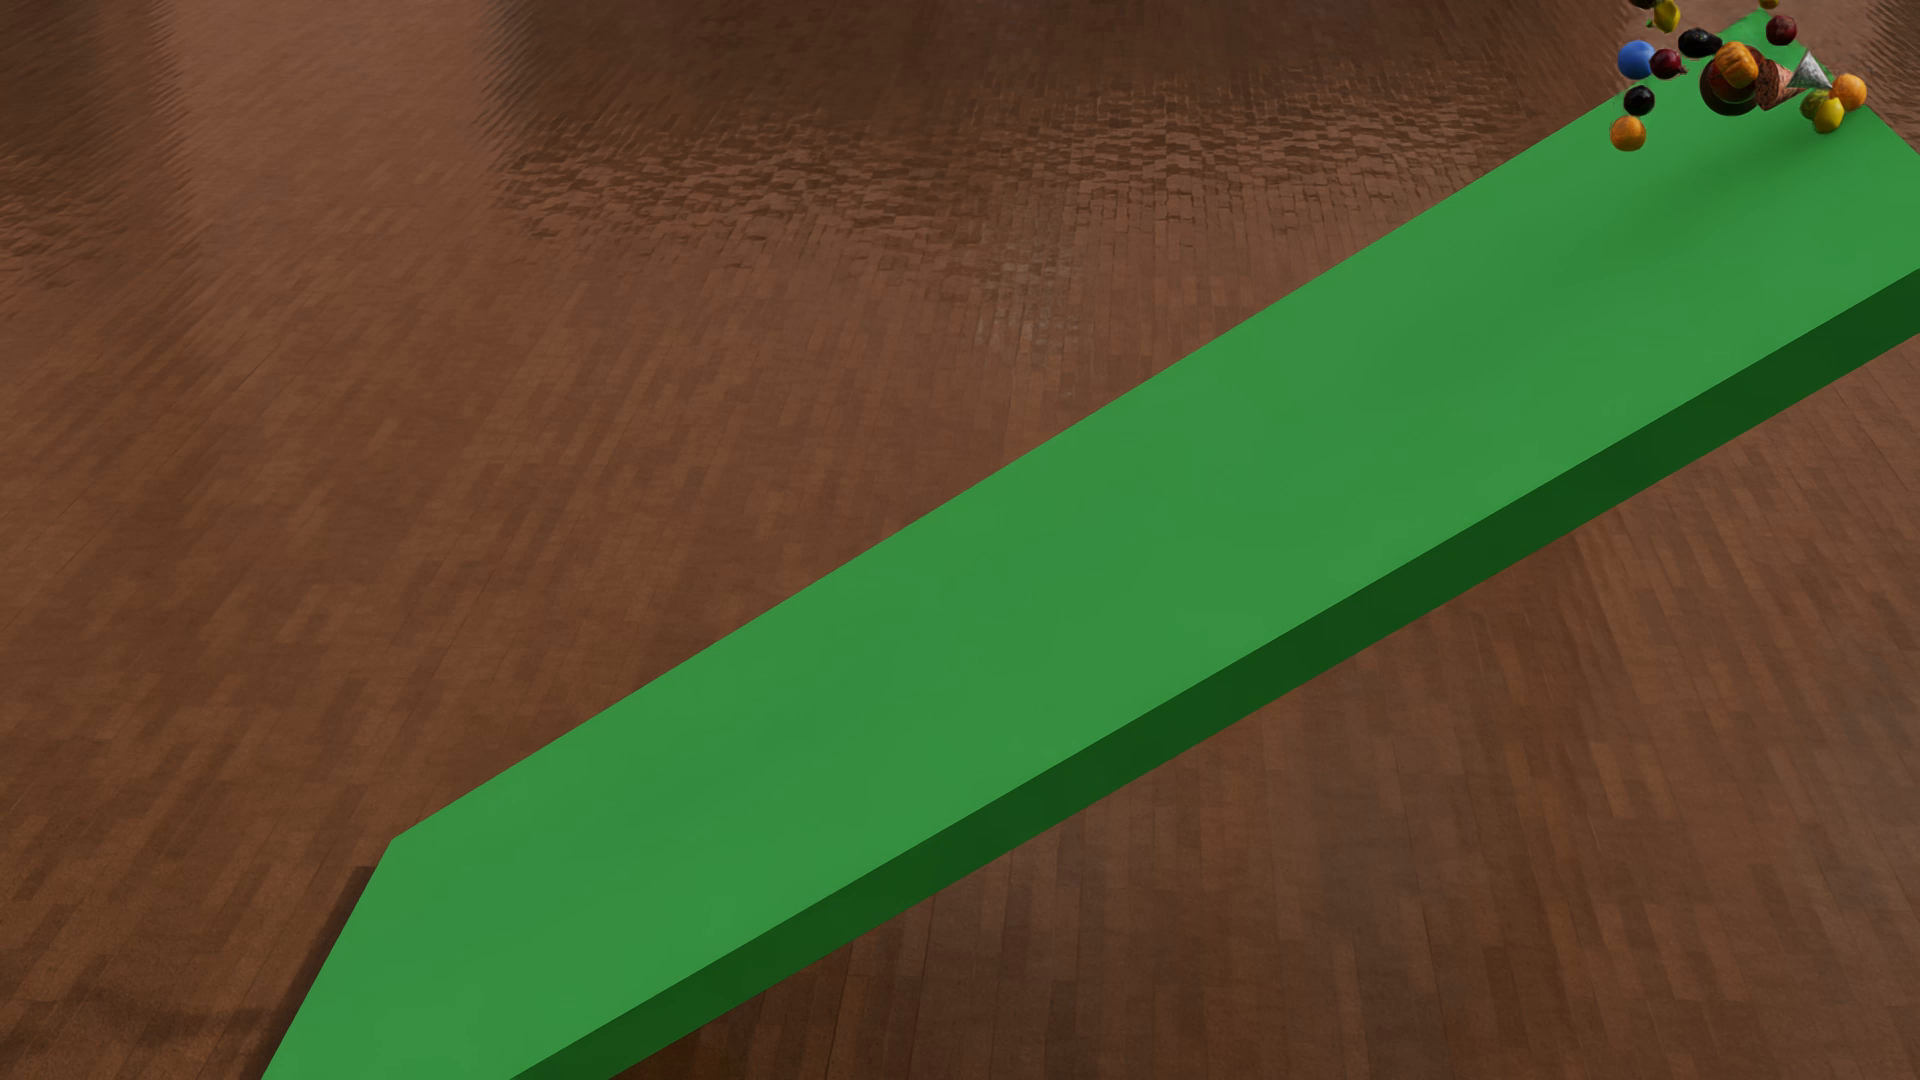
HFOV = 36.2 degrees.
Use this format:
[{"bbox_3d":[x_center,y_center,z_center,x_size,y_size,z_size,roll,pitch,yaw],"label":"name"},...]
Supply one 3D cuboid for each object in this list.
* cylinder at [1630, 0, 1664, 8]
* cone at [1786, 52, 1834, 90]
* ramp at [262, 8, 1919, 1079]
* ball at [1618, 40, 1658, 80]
[{"bbox_3d":[1.342,-1.101,5.759,0.089,0.089,0.089,10,-14,25],"label":"cylinder"},{"bbox_3d":[1.607,-0.866,5.525,0.078,0.078,0.078,31,26,6],"label":"cone"},{"bbox_3d":[0.139,0.171,6.297,4.000,0.100,2.000,-31,16,14],"label":"ramp"},{"bbox_3d":[1.366,-0.968,5.931,0.079,0.079,0.079,0,21,0],"label":"ball"}]
